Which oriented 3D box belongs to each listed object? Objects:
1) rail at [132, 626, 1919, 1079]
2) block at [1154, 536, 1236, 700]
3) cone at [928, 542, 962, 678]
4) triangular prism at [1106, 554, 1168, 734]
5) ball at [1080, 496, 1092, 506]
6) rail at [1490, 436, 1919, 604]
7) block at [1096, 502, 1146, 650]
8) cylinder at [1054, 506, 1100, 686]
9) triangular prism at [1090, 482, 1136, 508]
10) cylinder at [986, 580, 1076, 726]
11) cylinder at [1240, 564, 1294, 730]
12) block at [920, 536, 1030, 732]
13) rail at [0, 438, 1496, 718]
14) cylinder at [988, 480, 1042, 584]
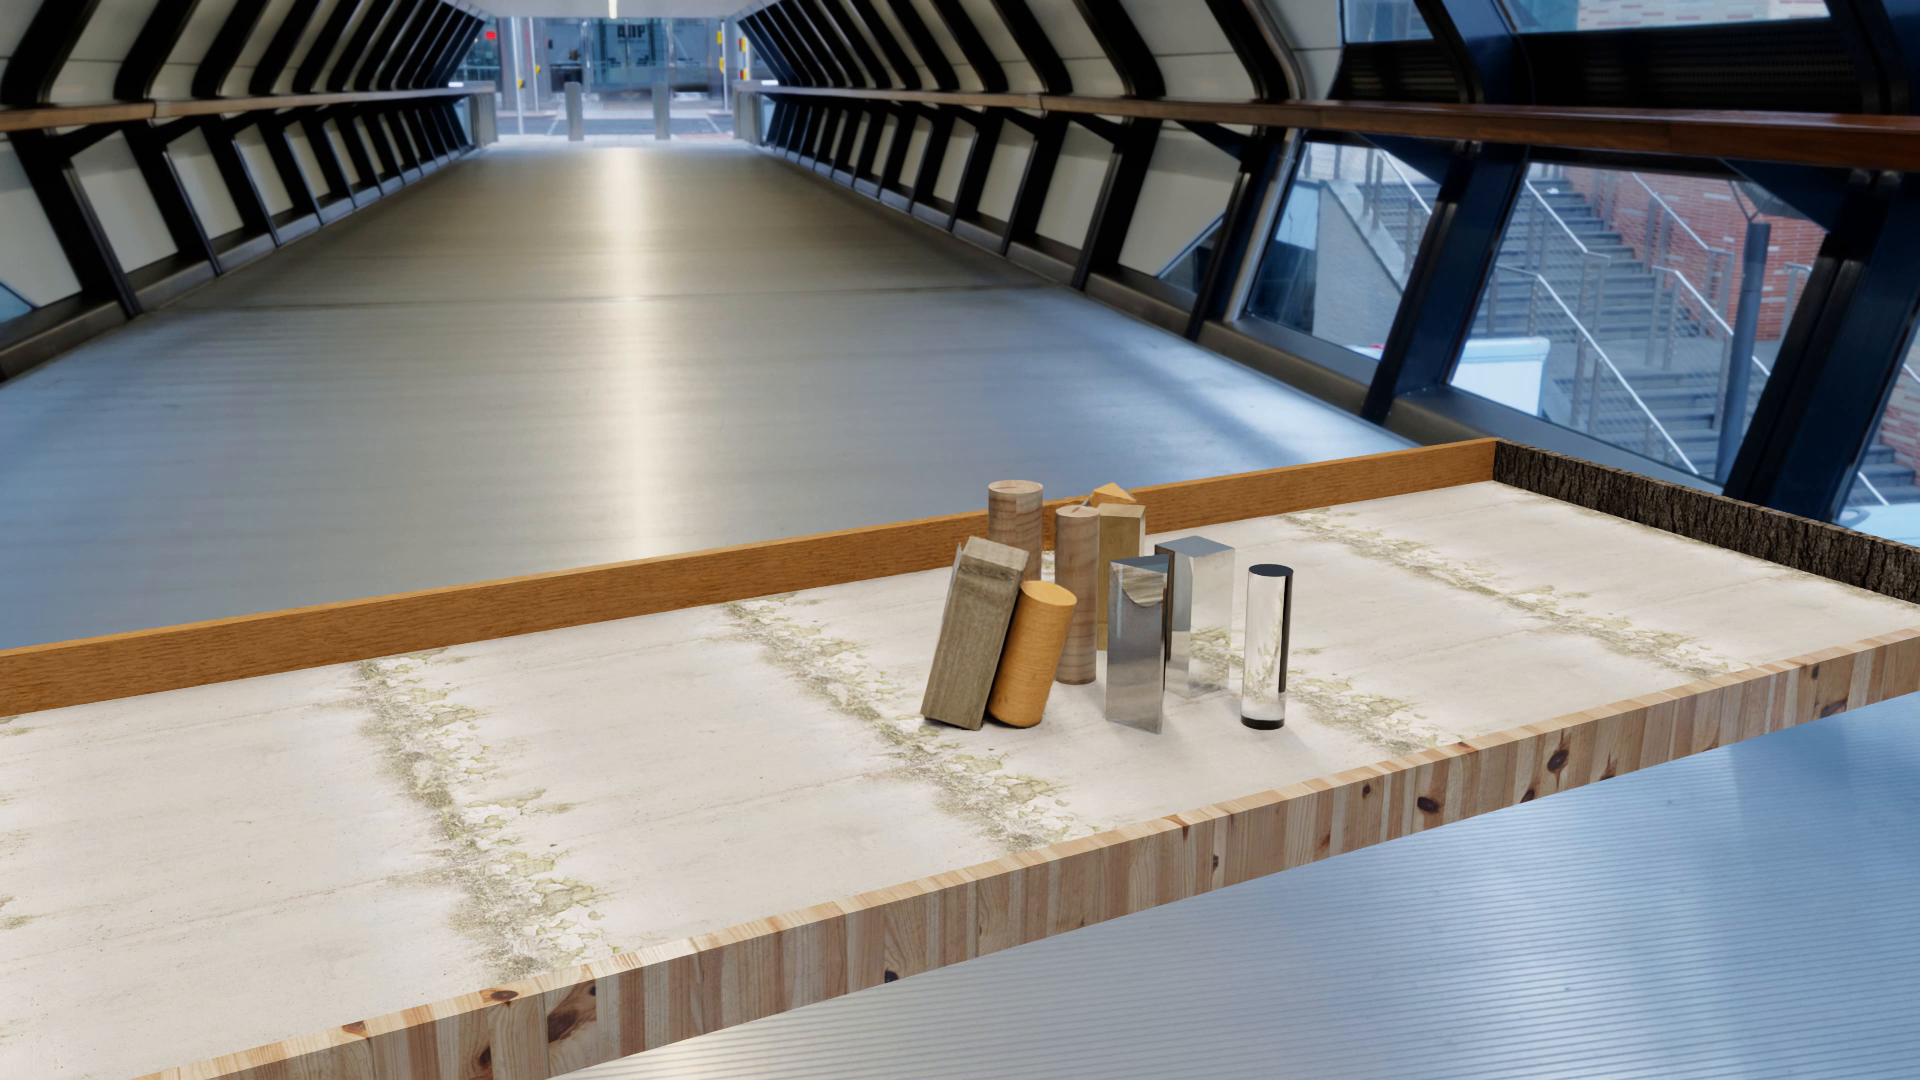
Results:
[{"bbox_3d":[-2.336,1.006,1.665,12.000,0.150,0.050,-9,18,-27],"label":"rail"},{"bbox_3d":[0.572,0.189,4.068,0.138,0.363,0.138,-11,20,-34],"label":"block"},{"bbox_3d":[-0.001,0.173,4.122,0.157,0.364,0.157,0,16,0],"label":"cone"},{"bbox_3d":[0.445,0.235,3.858,0.152,0.393,0.132,13,21,37],"label":"triangular prism"},{"bbox_3d":[0.453,-0.058,5.203,0.178,0.178,0.178,0,16,0],"label":"ball"},{"bbox_3d":[2.466,-0.048,5.253,0.050,0.150,2.100,-9,18,-27],"label":"rail"},{"bbox_3d":[0.418,0.100,4.359,0.121,0.370,0.121,4,17,12],"label":"block"},{"bbox_3d":[0.290,0.138,4.113,0.110,0.435,0.110,0,16,0],"label":"cylinder"},{"bbox_3d":[0.385,0.019,4.612,0.118,0.356,0.103,13,23,-1],"label":"triangular prism"},{"bbox_3d":[0.166,0.265,3.852,0.135,0.316,0.135,13,20,-5],"label":"cylinder"},{"bbox_3d":[0.714,0.249,3.841,0.103,0.375,0.103,0,16,0],"label":"cylinder"},{"bbox_3d":[0.034,0.217,3.843,0.144,0.410,0.144,16,19,3],"label":"block"},{"bbox_3d":[-3.305,0.497,3.399,12.000,0.150,0.050,-9,18,-27],"label":"rail"},{"bbox_3d":[0.143,0.074,4.317,0.142,0.442,0.142,0,16,0],"label":"cylinder"}]
